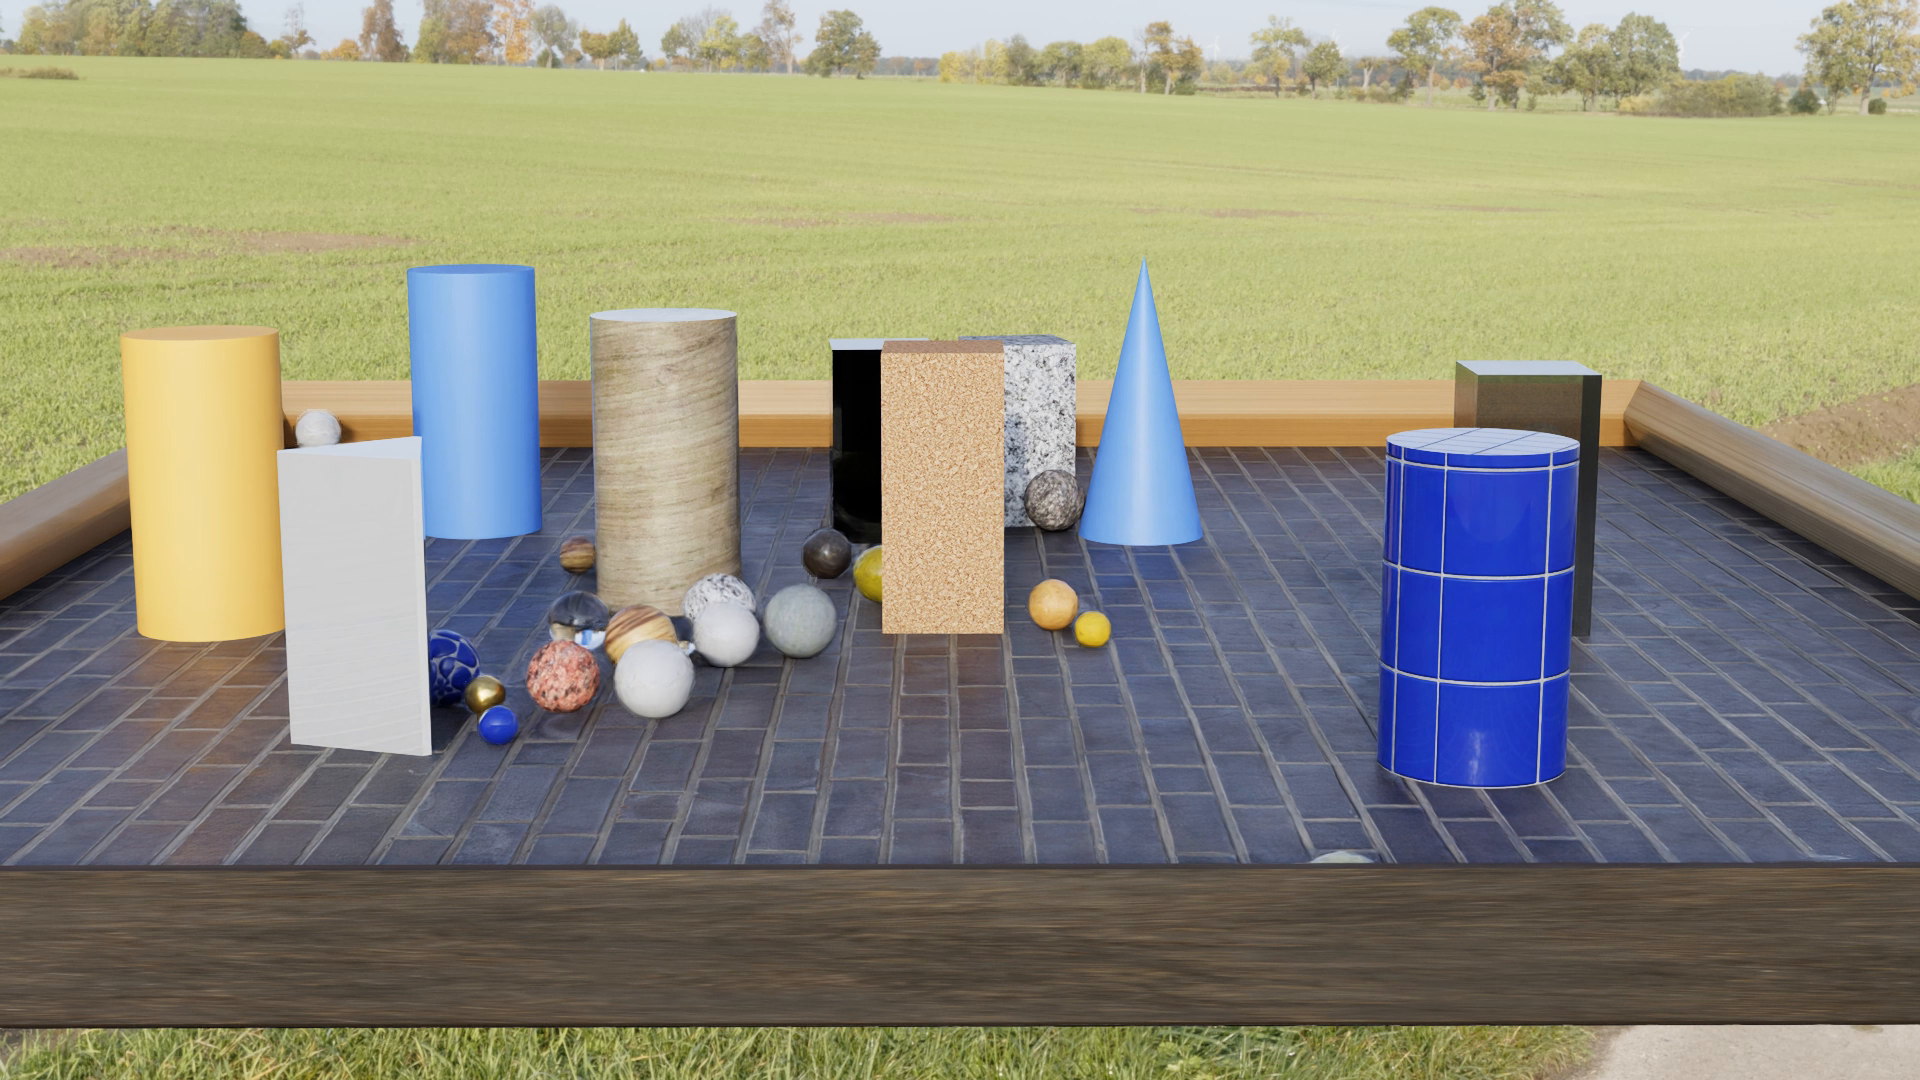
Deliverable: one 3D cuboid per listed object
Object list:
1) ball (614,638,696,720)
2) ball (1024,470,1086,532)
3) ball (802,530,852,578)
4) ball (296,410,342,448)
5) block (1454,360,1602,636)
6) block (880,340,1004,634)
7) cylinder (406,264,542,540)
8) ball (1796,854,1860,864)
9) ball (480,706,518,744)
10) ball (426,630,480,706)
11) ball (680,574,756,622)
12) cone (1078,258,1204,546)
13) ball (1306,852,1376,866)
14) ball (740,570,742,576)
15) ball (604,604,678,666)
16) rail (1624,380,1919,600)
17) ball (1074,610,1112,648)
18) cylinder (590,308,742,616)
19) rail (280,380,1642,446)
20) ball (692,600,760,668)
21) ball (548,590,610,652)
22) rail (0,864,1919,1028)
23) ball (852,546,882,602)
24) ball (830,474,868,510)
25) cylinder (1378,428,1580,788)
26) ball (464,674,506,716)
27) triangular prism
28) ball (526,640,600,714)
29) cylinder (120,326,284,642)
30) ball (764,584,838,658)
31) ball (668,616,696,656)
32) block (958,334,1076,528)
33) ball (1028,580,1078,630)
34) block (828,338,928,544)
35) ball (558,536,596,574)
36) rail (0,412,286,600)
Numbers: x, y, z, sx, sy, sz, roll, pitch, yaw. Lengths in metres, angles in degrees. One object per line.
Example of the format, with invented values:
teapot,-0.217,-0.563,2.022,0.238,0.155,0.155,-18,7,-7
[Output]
ball,-0.344,0.156,2.889,0.091,0.091,0.091,0,11,0
ball,0.150,-0.063,4.050,0.098,0.098,0.098,0,11,0
ball,-0.190,0.020,3.678,0.071,0.071,0.071,0,11,0
ball,-1.209,-0.201,4.833,0.084,0.084,0.084,0,11,0
block,0.736,-0.057,3.357,0.157,0.339,0.157,0,11,1
block,-0.022,-0.072,3.371,0.157,0.365,0.157,0,11,0
cylinder,-0.764,-0.221,4.046,0.196,0.411,0.196,0,11,0
ball,0.704,0.304,2.077,0.097,0.097,0.097,0,11,0
ball,-0.500,0.201,2.783,0.042,0.042,0.042,0,11,0
ball,-0.595,0.147,2.946,0.088,0.088,0.088,0,11,0
ball,-0.304,0.090,3.237,0.095,0.095,0.095,0,11,0
cone,0.284,-0.225,3.991,0.196,0.438,0.196,0,11,0
ball,0.316,0.301,2.113,0.089,0.089,0.089,0,11,0
ball,-0.331,0.047,3.596,0.048,0.048,0.048,0,11,0
ball,-0.384,0.121,3.089,0.087,0.087,0.087,0,11,0
rail,1.299,0.031,3.456,0.045,0.127,3.038,0,11,0
ball,0.168,0.113,3.243,0.047,0.047,0.047,0,11,0
cylinder,-0.396,-0.106,3.464,0.196,0.397,0.196,0,11,0
rail,-0.009,-0.240,4.919,2.645,0.127,0.045,0,11,0
ball,-0.286,0.114,3.138,0.082,0.082,0.082,0,11,0
ball,-0.476,0.103,3.209,0.079,0.079,0.079,0,11,0
rail,0.009,0.305,1.978,2.645,0.127,0.045,0,11,0
ball,-0.107,0.047,3.513,0.079,0.079,0.079,0,11,0
ball,-0.184,-0.079,4.241,0.061,0.061,0.061,0,11,0
cylinder,0.539,0.067,2.679,0.196,0.343,0.196,0,11,0
ball,-0.539,0.176,2.907,0.046,0.046,0.046,0,11,0
triangular prism,-0.625,0.055,2.806,0.170,0.320,0.147,4,11,19
ball,-0.451,0.155,2.916,0.083,0.083,0.083,0,11,0
cylinder,-0.979,-0.077,3.340,0.196,0.386,0.196,0,11,0
ball,-0.197,0.101,3.185,0.092,0.092,0.092,0,11,0
ball,-0.351,0.120,3.184,0.054,0.054,0.054,0,11,0
block,0.091,-0.179,4.149,0.157,0.290,0.157,-2,11,-12
ball,0.121,0.085,3.341,0.066,0.066,0.066,0,11,0
block,-0.122,-0.156,4.000,0.157,0.300,0.157,-1,11,-5
ball,-0.554,0.022,3.713,0.054,0.054,0.054,0,11,0
rail,-1.299,0.034,3.442,0.045,0.127,3.038,0,11,0
